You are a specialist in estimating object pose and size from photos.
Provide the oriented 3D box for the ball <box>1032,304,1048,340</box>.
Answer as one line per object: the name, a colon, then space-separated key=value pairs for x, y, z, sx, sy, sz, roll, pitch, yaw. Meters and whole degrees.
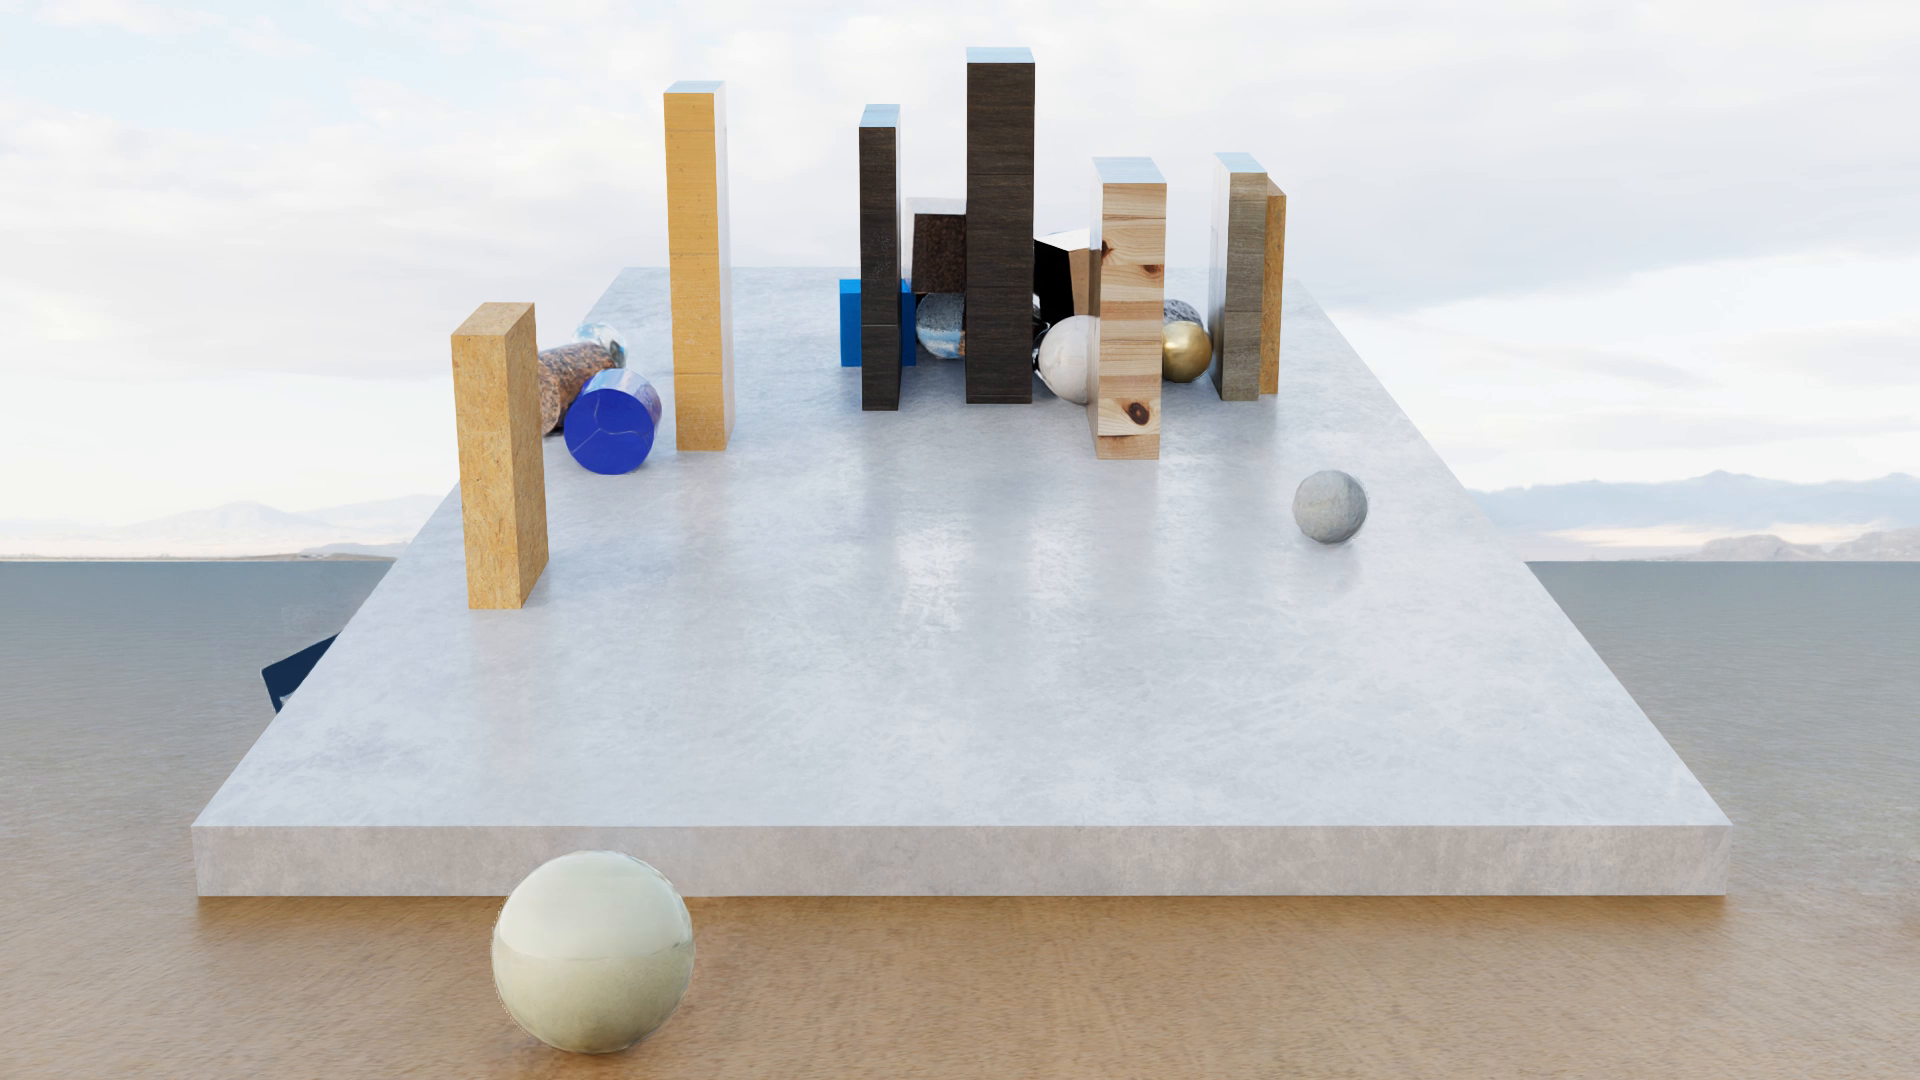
ball: x=0.142 y=-0.518 z=5.480 sx=0.150 sy=0.150 sz=0.150 roll=0 pitch=0 yaw=0

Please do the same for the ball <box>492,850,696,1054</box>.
ball: x=-0.329 y=0.369 z=2.002 sx=0.181 sy=0.181 sz=0.181 roll=0 pitch=0 yaw=0

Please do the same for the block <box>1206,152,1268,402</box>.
block: x=0.640 y=-0.616 z=5.172 sx=0.084 sy=0.521 sz=0.334 roll=0 pitch=17 yaw=0

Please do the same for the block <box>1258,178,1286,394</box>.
block: x=0.695 y=-0.616 z=5.279 sx=0.081 sy=0.459 sz=0.397 roll=0 pitch=17 yaw=0

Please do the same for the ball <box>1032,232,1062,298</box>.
ball: x=0.249 y=-0.655 z=5.391 sx=0.183 sy=0.183 sz=0.183 roll=0 pitch=0 yaw=0

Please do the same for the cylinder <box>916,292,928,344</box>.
cylinder: x=-0.136 y=-0.583 z=5.660 sx=0.165 sy=0.165 sz=0.165 roll=2 pitch=0 yaw=5

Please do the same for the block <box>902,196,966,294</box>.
block: x=-0.031 y=-0.721 z=5.443 sx=0.194 sy=0.194 sz=0.194 roll=0 pitch=20 yaw=-8

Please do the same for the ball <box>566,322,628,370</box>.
ball: x=-0.852 y=-0.437 z=5.219 sx=0.148 sy=0.148 sz=0.148 roll=0 pitch=0 yaw=0

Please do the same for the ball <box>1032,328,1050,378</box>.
ball: x=0.229 y=-0.434 z=5.239 sx=0.134 sy=0.134 sz=0.134 roll=0 pitch=0 yaw=0

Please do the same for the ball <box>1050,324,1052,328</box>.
ball: x=0.291 y=-0.509 z=5.456 sx=0.149 sy=0.149 sz=0.149 roll=0 pitch=0 yaw=0

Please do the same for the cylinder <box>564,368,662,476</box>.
cylinder: x=-0.707 y=-0.242 z=4.544 sx=0.180 sy=0.180 sz=0.180 roll=0 pitch=17 yaw=-2

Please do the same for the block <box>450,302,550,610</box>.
block: x=-0.773 y=-0.146 z=3.760 sx=0.087 sy=0.464 sz=0.269 roll=0 pitch=17 yaw=0

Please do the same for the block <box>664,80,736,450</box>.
block: x=-0.543 y=-0.576 z=4.673 sx=0.101 sy=0.740 sz=0.242 roll=0 pitch=17 yaw=0

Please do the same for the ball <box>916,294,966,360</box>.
ball: x=-0.022 y=-0.535 z=5.483 sx=0.181 sy=0.181 sz=0.181 roll=0 pitch=0 yaw=0

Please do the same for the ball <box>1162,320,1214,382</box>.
ball: x=0.526 y=-0.448 z=5.266 sx=0.144 sy=0.144 sz=0.144 roll=0 pitch=0 yaw=0

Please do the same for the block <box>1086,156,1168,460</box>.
block: x=0.348 y=-0.498 z=4.709 sx=0.128 sy=0.571 sz=0.393 roll=0 pitch=17 yaw=0

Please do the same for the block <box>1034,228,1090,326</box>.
block: x=0.311 y=-0.612 z=5.215 sx=0.199 sy=0.199 sz=0.199 roll=-13 pitch=20 yaw=-19

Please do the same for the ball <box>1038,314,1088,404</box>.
ball: x=0.277 y=-0.409 z=5.047 sx=0.201 sy=0.201 sz=0.201 roll=0 pitch=0 yaw=0

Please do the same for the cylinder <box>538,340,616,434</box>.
cylinder: x=-0.865 y=-0.332 z=4.837 sx=0.176 sy=0.176 sz=0.176 roll=0 pitch=14 yaw=38

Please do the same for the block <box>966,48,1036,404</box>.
block: x=0.088 y=-0.731 z=5.134 sx=0.149 sy=0.762 sz=0.384 roll=0 pitch=17 yaw=0

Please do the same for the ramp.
ramp: x=-0.003 y=-0.178 z=4.811 sx=2.000 sy=0.100 sz=4.000 roll=0 pitch=17 yaw=0

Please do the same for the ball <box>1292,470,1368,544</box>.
ball: x=0.672 y=-0.061 z=4.042 sx=0.135 sy=0.135 sz=0.135 roll=0 pitch=0 yaw=0

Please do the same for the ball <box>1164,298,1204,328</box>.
ball: x=0.516 y=-0.508 z=5.431 sx=0.160 sy=0.160 sz=0.160 roll=0 pitch=0 yaw=0

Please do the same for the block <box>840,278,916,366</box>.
block: x=-0.204 y=-0.536 z=5.485 sx=0.181 sy=0.181 sz=0.181 roll=-1 pitch=17 yaw=-4

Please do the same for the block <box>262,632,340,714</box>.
block: x=-1.250 y=0.329 z=4.417 sx=0.172 sy=0.172 sz=0.172 roll=-26 pitch=-39 yaw=-10

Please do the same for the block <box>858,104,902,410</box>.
block: x=-0.180 y=-0.658 z=5.118 sx=0.081 sy=0.631 sz=0.445 roll=0 pitch=17 yaw=0
